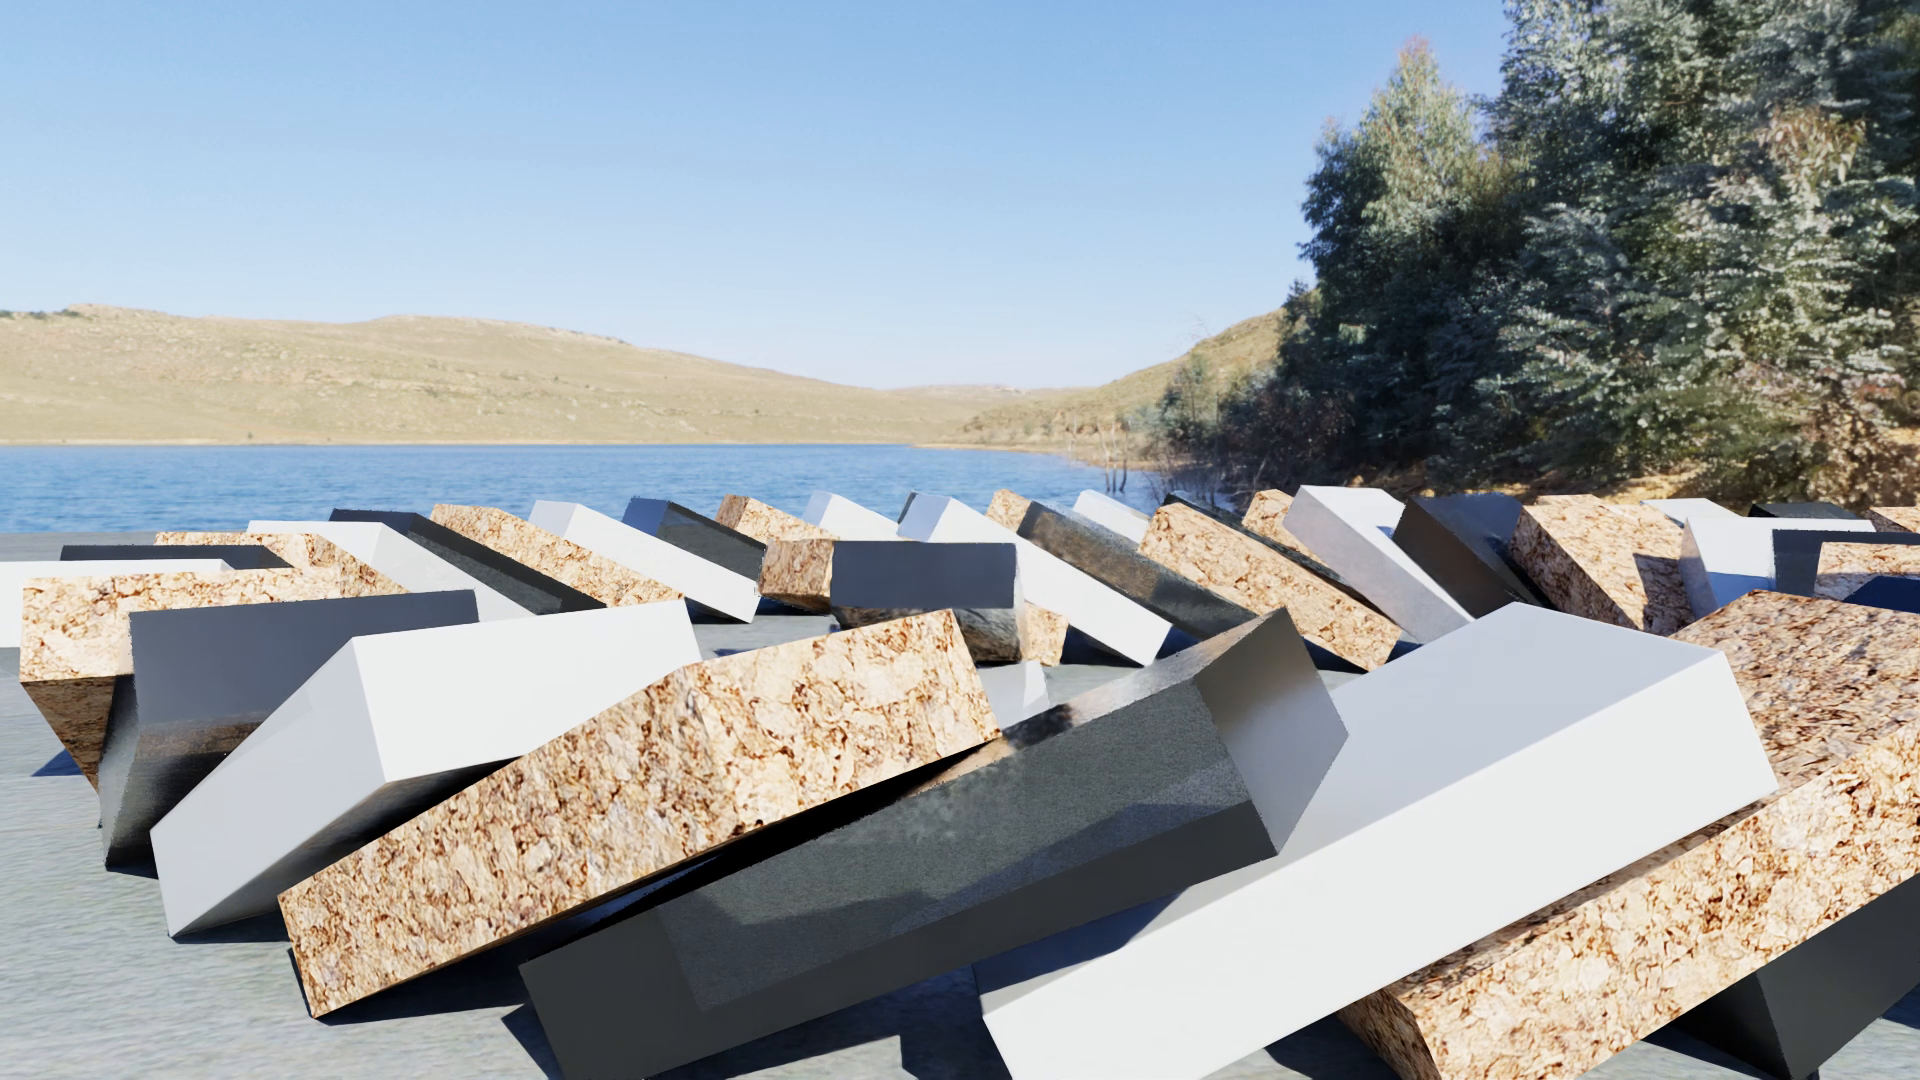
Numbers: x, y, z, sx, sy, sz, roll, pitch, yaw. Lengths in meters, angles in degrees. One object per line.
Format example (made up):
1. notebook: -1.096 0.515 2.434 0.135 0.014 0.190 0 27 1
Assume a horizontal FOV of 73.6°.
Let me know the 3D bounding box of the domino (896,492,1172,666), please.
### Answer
1. domino: 0.014 0.007 0.249 0.050 0.010 0.025 30 -4 -16

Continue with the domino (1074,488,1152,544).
1. domino: 0.056 0.001 0.356 0.050 0.010 0.025 26 9 9

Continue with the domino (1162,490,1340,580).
1. domino: 0.080 0.001 0.352 0.050 0.009 0.025 27 12 14

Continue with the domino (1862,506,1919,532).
1. domino: 0.204 0.009 0.248 0.025 0.010 0.050 -1 29 -18

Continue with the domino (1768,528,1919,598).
1. domino: 0.116 0.015 0.159 0.025 0.009 0.050 3 31 29

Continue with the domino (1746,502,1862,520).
1. domino: 0.194 0.008 0.269 0.025 0.009 0.050 -2 29 -22

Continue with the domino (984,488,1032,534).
1. domino: 0.032 0.001 0.357 0.050 0.009 0.025 25 7 5

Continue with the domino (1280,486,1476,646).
1. domino: 0.089 0.007 0.248 0.025 0.009 0.050 1 33 -34

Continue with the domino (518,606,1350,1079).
1. domino: -0.002 0.020 0.084 0.050 0.009 0.025 -28 -6 24

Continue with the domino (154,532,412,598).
1. domino: -0.102 0.012 0.207 0.025 0.009 0.050 1 -21 7

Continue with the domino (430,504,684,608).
1. domino: -0.088 0.007 0.279 0.025 0.010 0.050 4 -20 41

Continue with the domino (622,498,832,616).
1. domino: -0.056 0.004 0.316 0.050 0.009 0.025 27 -12 -33

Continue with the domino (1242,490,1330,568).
1. domino: 0.103 0.002 0.347 0.050 0.010 0.025 29 15 21

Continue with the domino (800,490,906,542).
1. domino: -0.016 0.002 0.344 0.050 0.010 0.025 25 -4 -18

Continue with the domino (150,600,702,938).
1. domino: -0.045 0.019 0.105 0.025 0.009 0.050 -5 -19 -47

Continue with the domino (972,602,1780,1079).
1. domino: 0.025 0.021 0.090 0.050 0.009 0.025 -26 6 -2

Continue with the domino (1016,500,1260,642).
1. domino: 0.037 0.007 0.260 0.050 0.010 0.025 28 8 12

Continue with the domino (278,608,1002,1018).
1. domino: -0.024 0.020 0.092 0.050 0.010 0.025 -29 -12 33

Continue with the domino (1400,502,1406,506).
1. domino: 0.126 0.002 0.338 0.050 0.010 0.025 32 20 27

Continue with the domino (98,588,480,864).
1. domino: -0.064 0.019 0.120 0.025 0.010 0.050 -3 -20 -37

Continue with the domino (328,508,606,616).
1. domino: -0.098 0.008 0.257 0.025 0.010 0.050 3 -20 32

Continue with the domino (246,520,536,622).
1. domino: -0.101 0.010 0.231 0.025 0.010 0.050 1 -21 13

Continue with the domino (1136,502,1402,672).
1. domino: 0.061 0.009 0.253 0.050 0.009 0.025 28 12 15

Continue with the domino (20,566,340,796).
1. domino: -0.080 0.017 0.138 0.025 0.010 0.050 -2 -22 -27

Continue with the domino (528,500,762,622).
1. domino: -0.074 0.005 0.300 0.050 0.010 0.025 28 -14 -36

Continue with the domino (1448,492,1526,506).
1. domino: 0.150 0.003 0.326 0.025 0.009 0.050 -3 30 -37

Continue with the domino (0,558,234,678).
1. domino: -0.095 0.016 0.160 0.025 0.010 0.050 -1 -21 -7

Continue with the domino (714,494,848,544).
1. domino: -0.037 0.003 0.332 0.050 0.009 0.025 25 -6 -24

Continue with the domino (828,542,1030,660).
1. domino: -0.003 0.013 0.197 0.025 0.010 0.050 0 -20 5

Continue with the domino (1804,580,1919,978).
1. domino: 0.092 0.019 0.115 0.050 0.009 0.025 -31 19 -26

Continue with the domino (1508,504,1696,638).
1. domino: 0.114 0.011 0.208 0.025 0.010 0.050 -1 32 -8

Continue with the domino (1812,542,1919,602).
1. domino: 0.105 0.017 0.138 0.025 0.010 0.050 3 31 37

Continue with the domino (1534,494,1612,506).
1. domino: 0.165 0.005 0.309 0.025 0.009 0.050 -3 30 -36

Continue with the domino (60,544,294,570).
1. domino: -0.100 0.014 0.183 0.025 0.009 0.050 0 -21 0

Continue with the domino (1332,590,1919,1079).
1. domino: 0.049 0.020 0.093 0.050 0.009 0.025 -26 9 -8

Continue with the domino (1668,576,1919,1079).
1. domino: 0.070 0.020 0.102 0.050 0.010 0.025 -28 13 -15

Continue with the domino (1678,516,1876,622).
1. domino: 0.121 0.013 0.182 0.025 0.010 0.050 2 31 18

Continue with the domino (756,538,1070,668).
1. domino: -0.008 0.012 0.230 0.050 0.010 0.025 20 -12 -31

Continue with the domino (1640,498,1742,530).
1. domino: 0.181 0.006 0.290 0.025 0.010 0.050 -2 29 -29

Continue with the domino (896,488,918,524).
1. domino: 0.007 0.001 0.353 0.050 0.010 0.025 25 3 -4

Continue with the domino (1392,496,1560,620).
1. domino: 0.103 0.009 0.229 0.025 0.010 0.050 -1 33 -21

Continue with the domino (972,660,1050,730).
1. domino: -0.001 0.025 0.171 0.025 0.009 0.050 0 4 1
